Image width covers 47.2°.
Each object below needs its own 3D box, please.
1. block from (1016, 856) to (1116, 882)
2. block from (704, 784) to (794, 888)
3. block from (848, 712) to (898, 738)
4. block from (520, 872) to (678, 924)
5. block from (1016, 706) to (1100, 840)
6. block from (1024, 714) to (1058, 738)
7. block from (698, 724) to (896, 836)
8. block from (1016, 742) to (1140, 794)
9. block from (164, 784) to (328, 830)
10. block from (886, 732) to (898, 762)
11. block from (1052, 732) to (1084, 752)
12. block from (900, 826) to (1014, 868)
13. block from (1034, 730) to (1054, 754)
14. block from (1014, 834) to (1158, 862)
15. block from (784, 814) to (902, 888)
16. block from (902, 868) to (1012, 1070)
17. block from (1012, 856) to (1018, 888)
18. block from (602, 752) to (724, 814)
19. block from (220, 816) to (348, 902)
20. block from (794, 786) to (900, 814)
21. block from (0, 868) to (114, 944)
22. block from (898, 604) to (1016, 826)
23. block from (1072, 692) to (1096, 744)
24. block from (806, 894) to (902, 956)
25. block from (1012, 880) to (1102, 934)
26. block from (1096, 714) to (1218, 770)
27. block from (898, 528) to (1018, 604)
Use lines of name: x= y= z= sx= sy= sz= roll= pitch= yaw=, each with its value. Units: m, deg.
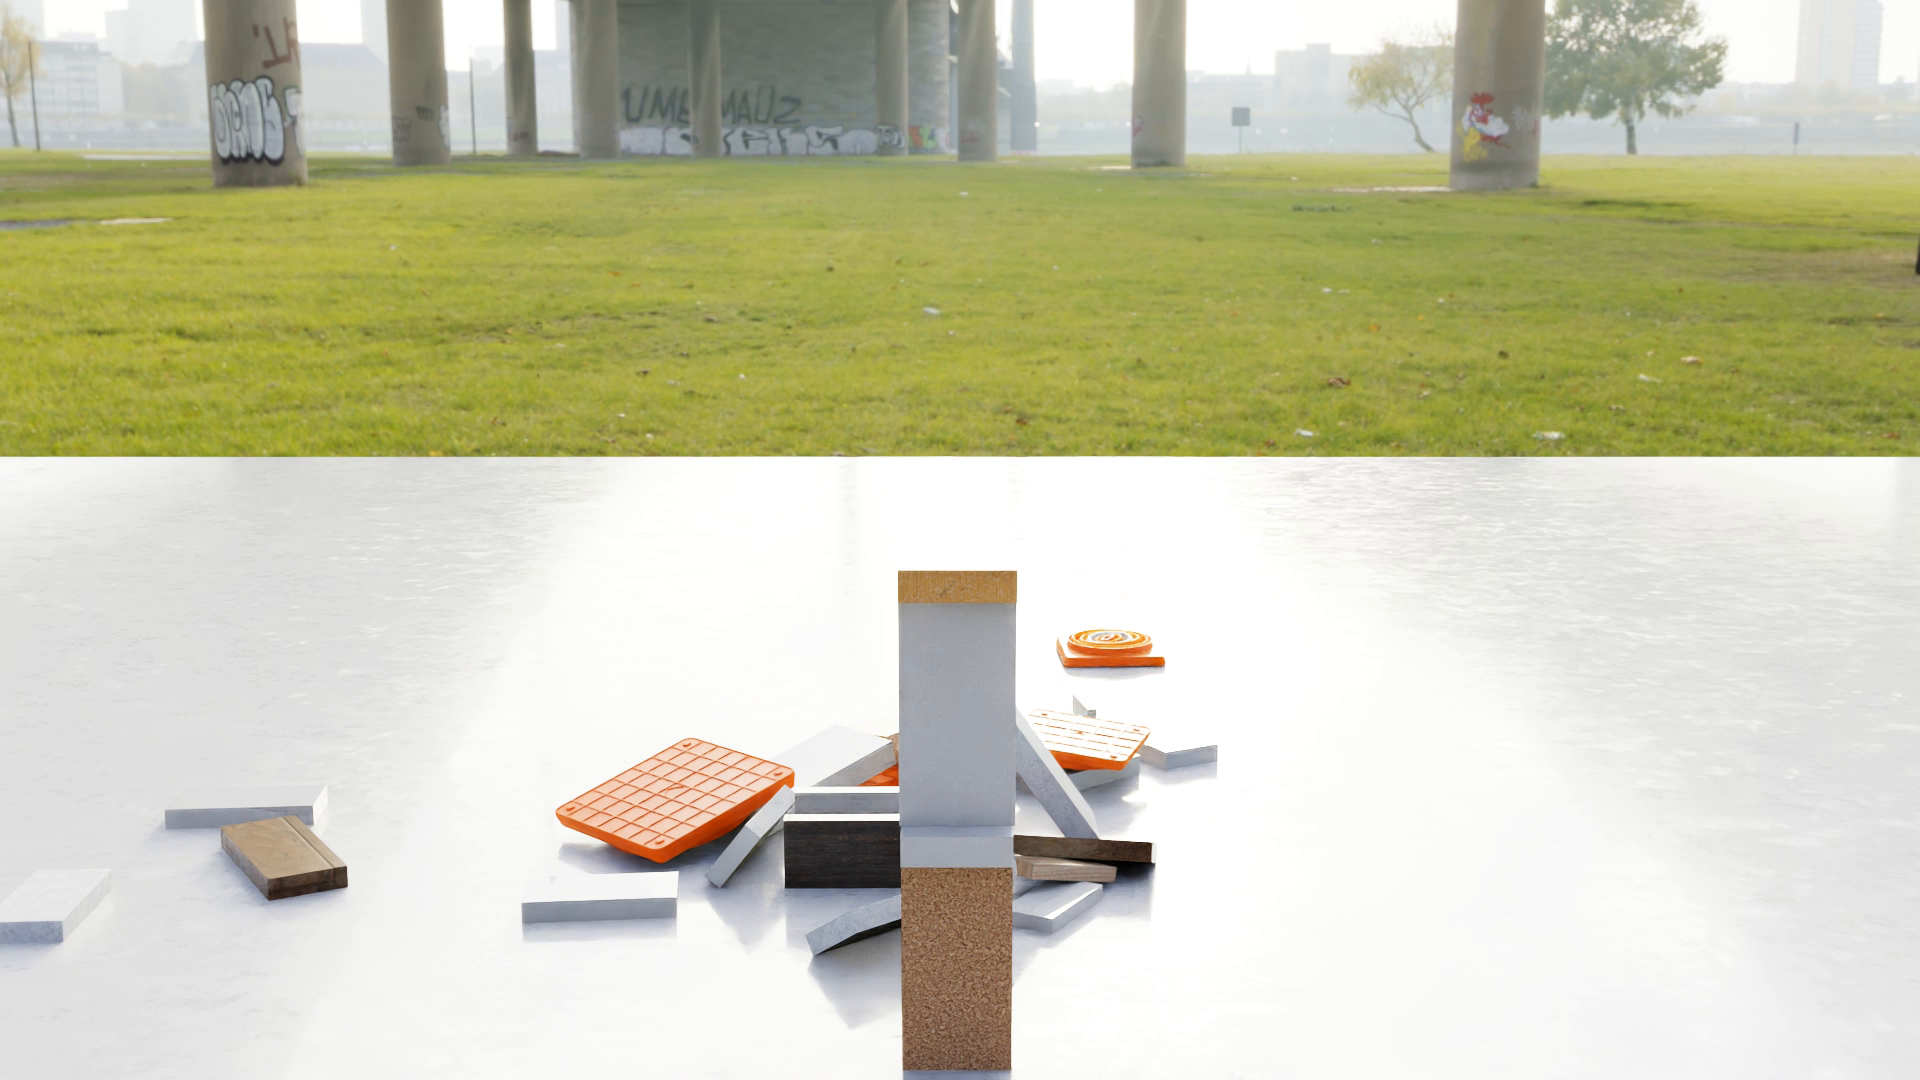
block: x=0.162 y=0.549 z=3.676 sx=0.184 sy=0.026 sz=0.092 roll=9 pitch=-3 yaw=-38
block: x=-0.356 y=0.509 z=3.792 sx=0.034 sy=0.119 sz=0.238 roll=40 pitch=16 yaw=3
block: x=-0.107 y=0.397 z=4.411 sx=0.167 sy=0.047 sz=0.350 roll=6 pitch=3 yaw=18
block: x=-0.587 y=0.585 z=3.602 sx=0.247 sy=0.035 sz=0.124 roll=-1 pitch=11 yaw=-6
block: x=0.130 y=0.392 z=3.915 sx=0.047 sy=0.334 sz=0.167 roll=-35 pitch=9 yaw=5
block: x=0.092 y=0.400 z=4.500 sx=0.128 sy=0.036 sz=0.257 roll=6 pitch=10 yaw=24
block: x=-0.300 y=0.447 z=4.085 sx=0.334 sy=0.047 sz=0.167 roll=-27 pitch=25 yaw=-36
block: x=0.219 y=0.451 z=4.316 sx=0.257 sy=0.036 sz=0.128 roll=-10 pitch=14 yaw=-42
block: x=-1.322 y=0.495 z=4.080 sx=0.265 sy=0.037 sz=0.132 roll=-1 pitch=11 yaw=-5
block: x=-0.036 y=0.429 z=4.138 sx=0.112 sy=0.032 sz=0.223 roll=-20 pitch=43 yaw=-23
block: x=0.222 y=0.419 z=4.549 sx=0.052 sy=0.015 sz=0.104 roll=3 pitch=11 yaw=13
block: x=-0.004 y=0.384 z=3.039 sx=0.148 sy=0.042 sz=0.297 roll=0 pitch=11 yaw=0
block: x=0.127 y=0.396 z=4.391 sx=0.144 sy=0.020 sz=0.072 roll=28 pitch=25 yaw=-27
block: x=0.215 y=0.532 z=3.787 sx=0.239 sy=0.034 sz=0.120 roll=2 pitch=-9 yaw=9
block: x=-0.176 y=0.524 z=3.700 sx=0.238 sy=0.119 sz=0.034 roll=0 pitch=11 yaw=-1
block: x=-0.004 y=0.568 z=2.972 sx=0.148 sy=0.297 sz=0.042 roll=0 pitch=11 yaw=0
block: x=0.011 y=0.550 z=3.346 sx=0.120 sy=0.239 sz=0.034 roll=-2 pitch=54 yaw=-9
block: x=-0.570 y=0.466 z=4.234 sx=0.132 sy=0.037 sz=0.265 roll=3 pitch=11 yaw=17
block: x=-1.171 y=0.546 z=3.801 sx=0.132 sy=0.037 sz=0.326 roll=-6 pitch=12 yaw=-31
block: x=-0.170 y=0.495 z=3.855 sx=0.238 sy=0.119 sz=0.034 roll=0 pitch=11 yaw=-1
block: x=-1.476 y=0.591 z=3.565 sx=0.124 sy=0.035 sz=0.247 roll=-1 pitch=11 yaw=-4
block: x=-0.004 y=0.225 z=2.927 sx=0.155 sy=0.310 sz=0.044 roll=0 pitch=11 yaw=0
block: x=0.262 y=0.374 z=4.637 sx=0.020 sy=0.072 sz=0.144 roll=-2 pitch=11 yaw=-10
block: x=-0.107 y=0.585 z=3.434 sx=0.247 sy=0.035 sz=0.124 roll=-10 pitch=-18 yaw=-43
block: x=0.151 y=0.593 z=3.580 sx=0.092 sy=0.026 sz=0.184 roll=6 pitch=12 yaw=29
block: x=0.403 y=0.414 z=4.517 sx=0.128 sy=0.036 sz=0.256 roll=-6 pitch=12 yaw=-28
block: x=-0.003 y=0.032 z=2.996 sx=0.155 sy=0.044 sz=0.310 roll=0 pitch=11 yaw=0
